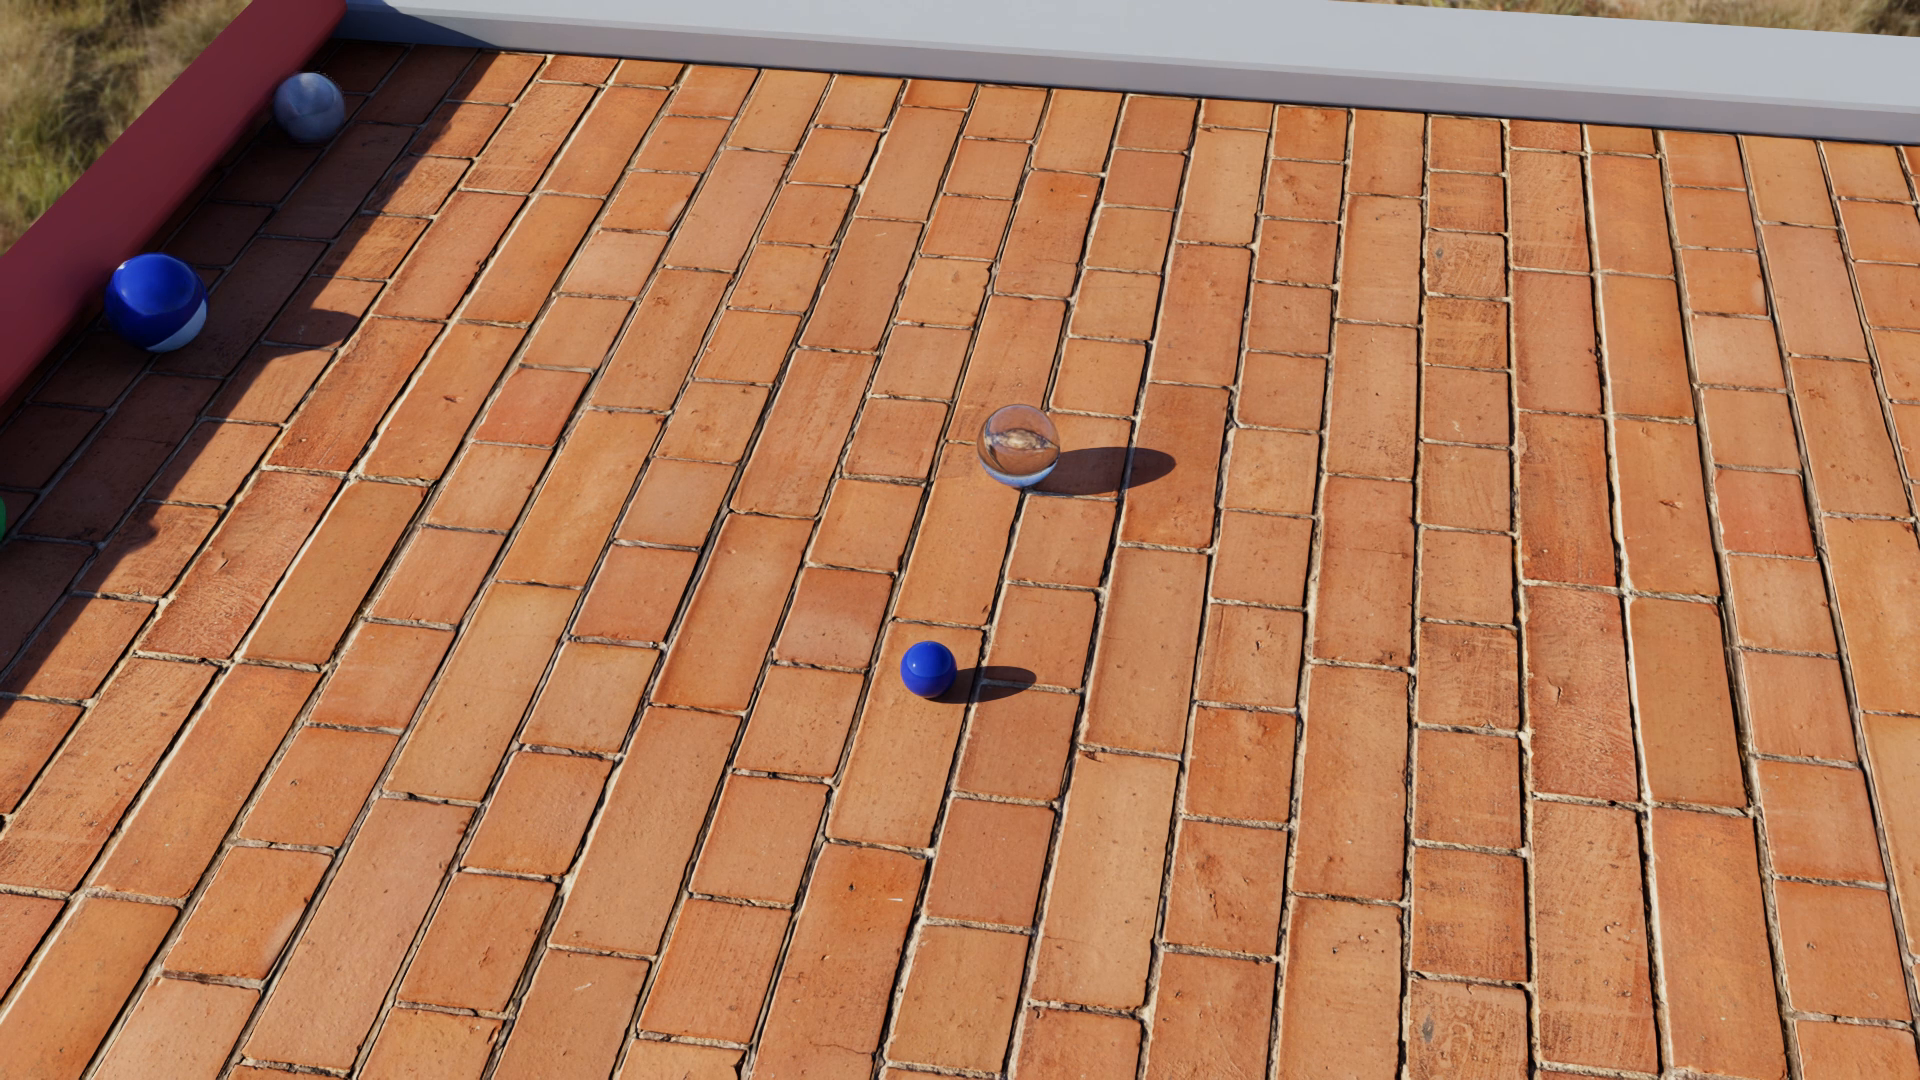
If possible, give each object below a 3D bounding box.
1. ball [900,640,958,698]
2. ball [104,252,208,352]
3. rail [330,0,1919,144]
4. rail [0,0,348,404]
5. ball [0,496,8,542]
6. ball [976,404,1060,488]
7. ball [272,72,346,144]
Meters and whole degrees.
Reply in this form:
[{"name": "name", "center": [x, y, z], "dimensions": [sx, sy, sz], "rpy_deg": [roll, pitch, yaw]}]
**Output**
[{"name": "ball", "center": [-0.022, 0.091, 1.815], "dimensions": [0.041, 0.041, 0.041], "rpy_deg": [0, 35, 0]}, {"name": "ball", "center": [-0.690, -0.204, 2.203], "dimensions": [0.086, 0.086, 0.086], "rpy_deg": [0, 35, 0]}, {"name": "rail", "center": [0.957, -0.427, 2.502], "dimensions": [3.328, 0.111, 0.045], "rpy_deg": [5, 35, 8]}, {"name": "rail", "center": [-0.798, -0.095, 2.020], "dimensions": [0.045, 0.111, 1.760], "rpy_deg": [5, 35, 8]}, {"name": "ball", "center": [-0.760, -0.016, 1.943], "dimensions": [0.072, 0.072, 0.072], "rpy_deg": [0, 35, 0]}, {"name": "ball", "center": [0.046, -0.075, 2.033], "dimensions": [0.067, 0.067, 0.067], "rpy_deg": [0, 35, 0]}, {"name": "ball", "center": [-0.645, -0.428, 2.541], "dimensions": [0.070, 0.070, 0.070], "rpy_deg": [0, 35, 0]}]
